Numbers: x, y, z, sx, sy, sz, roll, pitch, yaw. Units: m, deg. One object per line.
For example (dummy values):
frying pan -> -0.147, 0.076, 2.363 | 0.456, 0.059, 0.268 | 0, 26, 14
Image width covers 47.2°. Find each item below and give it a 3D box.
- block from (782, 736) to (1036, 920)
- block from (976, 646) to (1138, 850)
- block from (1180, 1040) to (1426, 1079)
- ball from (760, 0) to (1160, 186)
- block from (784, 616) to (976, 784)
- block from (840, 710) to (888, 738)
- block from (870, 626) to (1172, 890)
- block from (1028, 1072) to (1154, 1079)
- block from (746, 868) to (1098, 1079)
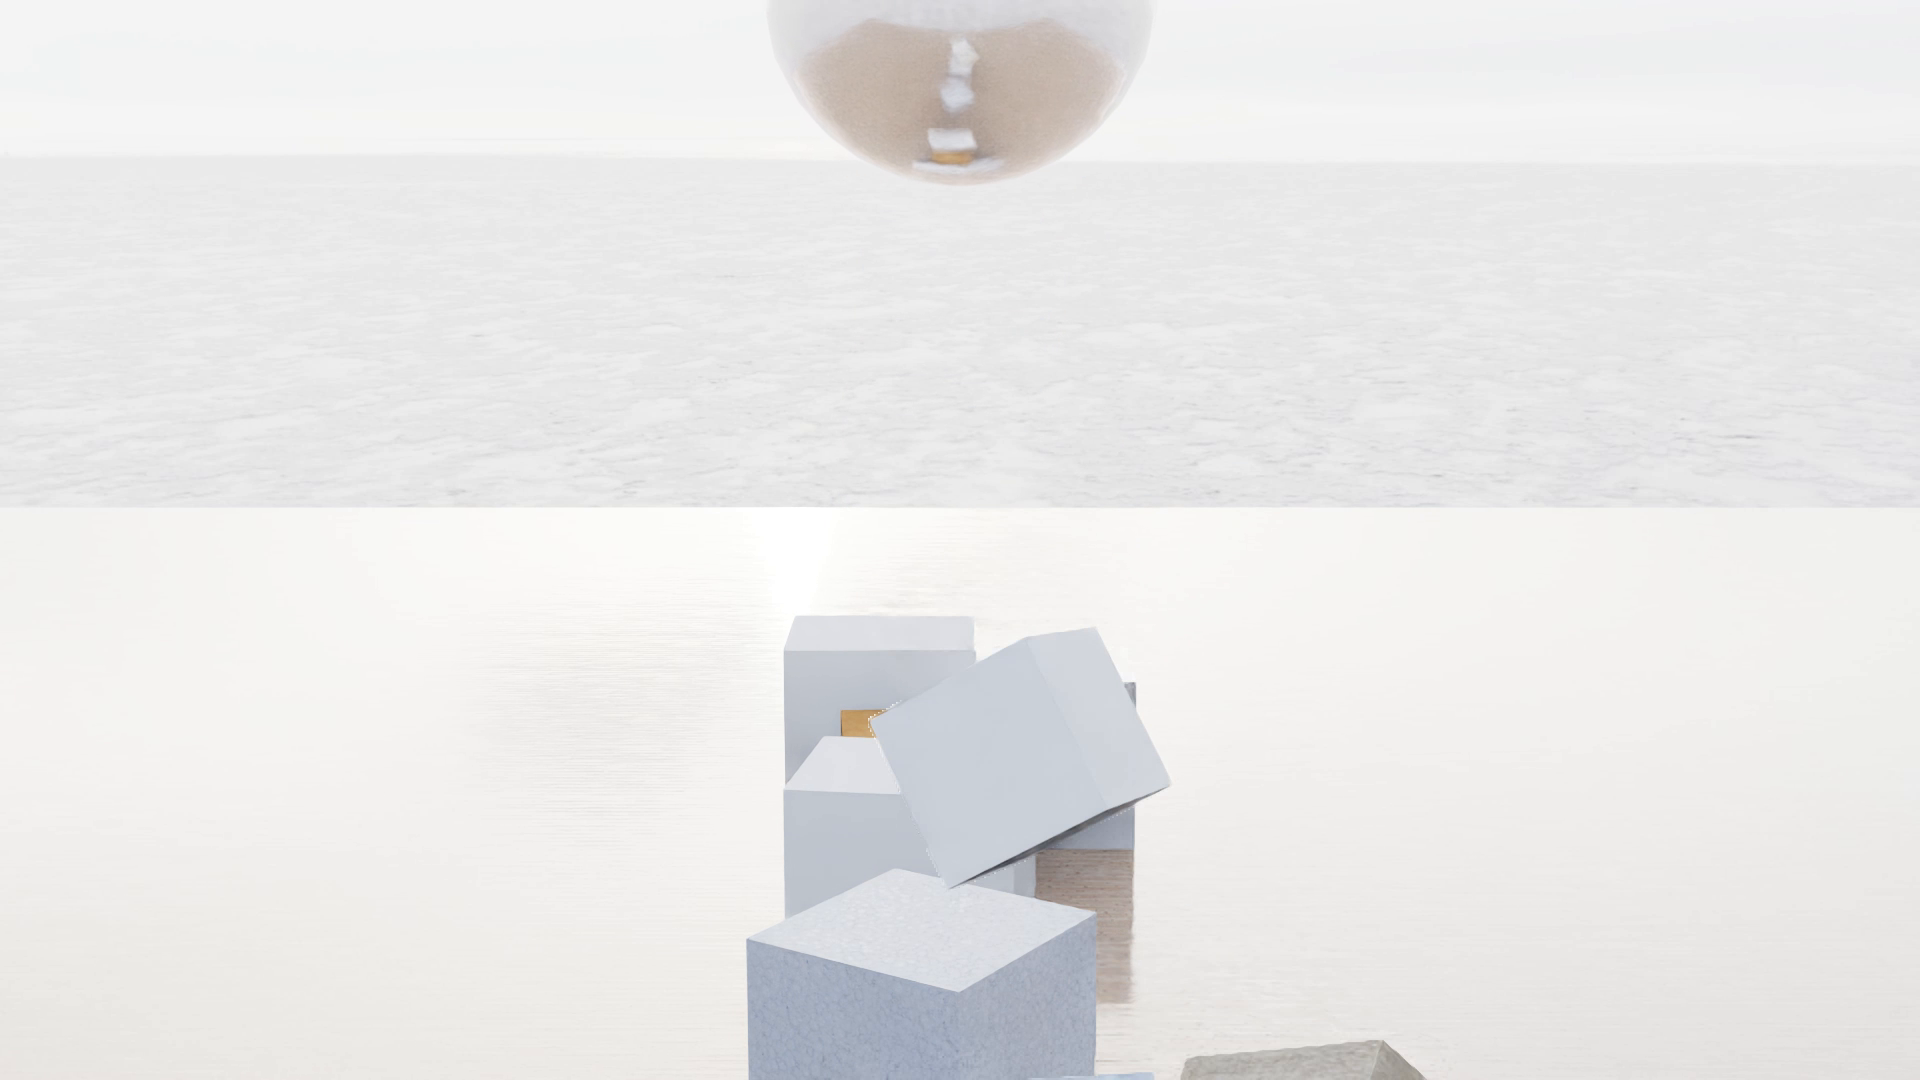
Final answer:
block -> -0.195, 1.395, 9.420 | 0.953, 0.884, 0.830 | 1, 10, 8
block -> 0.481, 1.056, 11.354 | 0.791, 0.860, 0.803 | 0, 10, 0
block -> 0.804, 1.606, 4.919 | 0.602, 0.607, 0.698 | -21, 34, 48
ball -> 0.000, -2.225, 8.799 | 1.600, 1.600, 1.600 | 0, 10, 0
block -> -0.400, 0.974, 11.370 | 0.951, 1.016, 0.820 | 0, 10, 0
block -> -0.148, 1.271, 10.394 | 0.807, 0.780, 0.756 | -1, 10, -4
block -> 0.186, 0.614, 6.333 | 0.530, 0.519, 0.589 | -30, -10, 20
block -> 0.046, 1.913, 5.879 | 0.871, 0.737, 0.917 | -1, -25, -8
block -> -0.121, 1.740, 7.545 | 0.853, 0.877, 0.865 | 7, 12, 33
